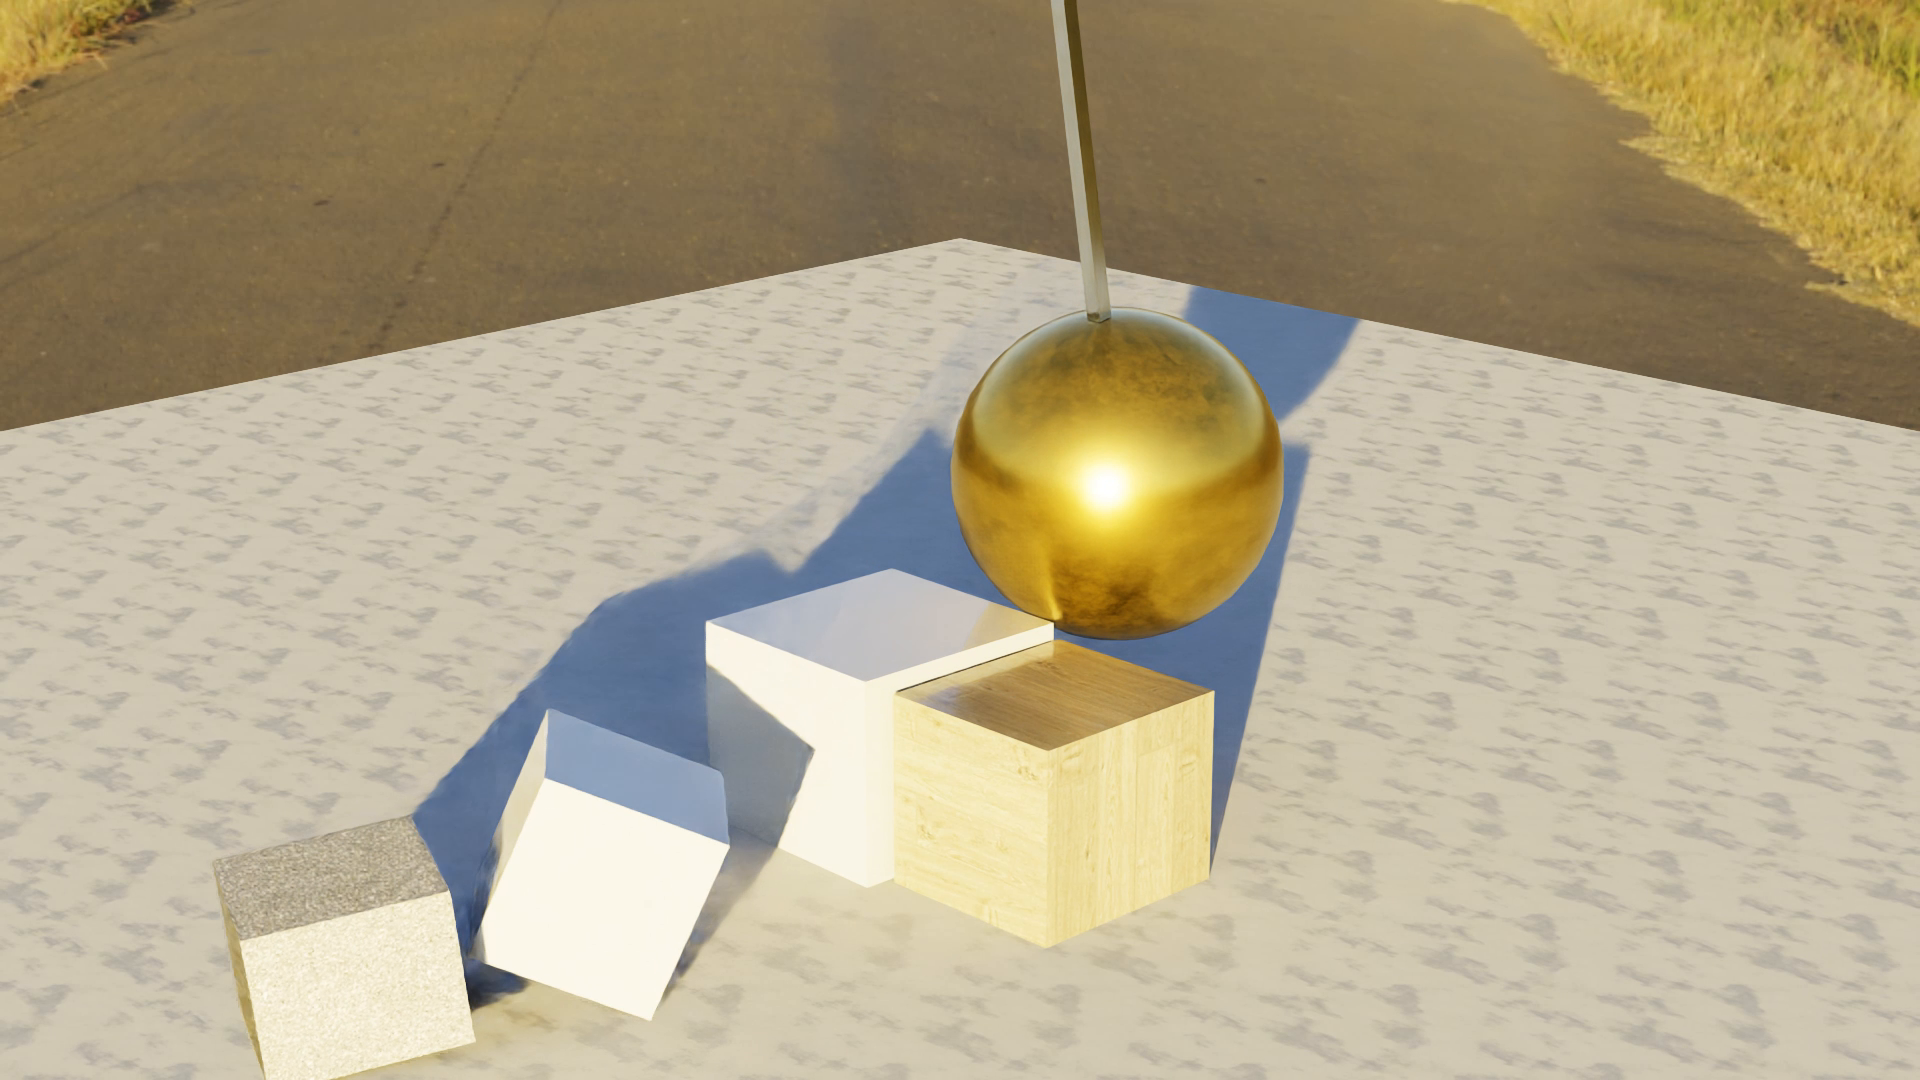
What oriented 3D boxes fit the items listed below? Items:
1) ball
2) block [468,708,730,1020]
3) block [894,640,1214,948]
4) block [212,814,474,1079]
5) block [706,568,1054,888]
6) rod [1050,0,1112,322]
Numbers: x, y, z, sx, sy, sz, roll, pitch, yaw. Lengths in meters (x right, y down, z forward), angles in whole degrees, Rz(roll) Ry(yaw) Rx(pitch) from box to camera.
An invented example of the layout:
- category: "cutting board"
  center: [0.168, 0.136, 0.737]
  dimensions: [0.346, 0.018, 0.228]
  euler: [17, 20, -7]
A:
- category: "ball"
  center: [0.752, -0.315, 14.031]
  dimensions: [1.600, 1.600, 1.600]
  euler: [0, 17, 0]
- category: "block"
  center: [-1.508, 1.343, 12.237]
  dimensions: [0.799, 0.835, 0.801]
  euler: [22, 13, -13]
- category: "block"
  center: [0.420, 1.119, 13.257]
  dimensions: [1.064, 0.916, 0.969]
  euler: [-16, 24, -41]
- category: "block"
  center: [-2.494, 1.655, 11.831]
  dimensions: [0.818, 0.670, 0.826]
  euler: [-12, 20, -18]
- category: "block"
  center: [-0.380, 0.860, 13.949]
  dimensions: [1.181, 0.994, 1.136]
  euler: [-16, 23, -41]
- category: "rod"
  center: [0.326, -3.380, 12.621]
  dimensions: [0.080, 5.200, 0.080]
  euler: [17, 34, 42]
